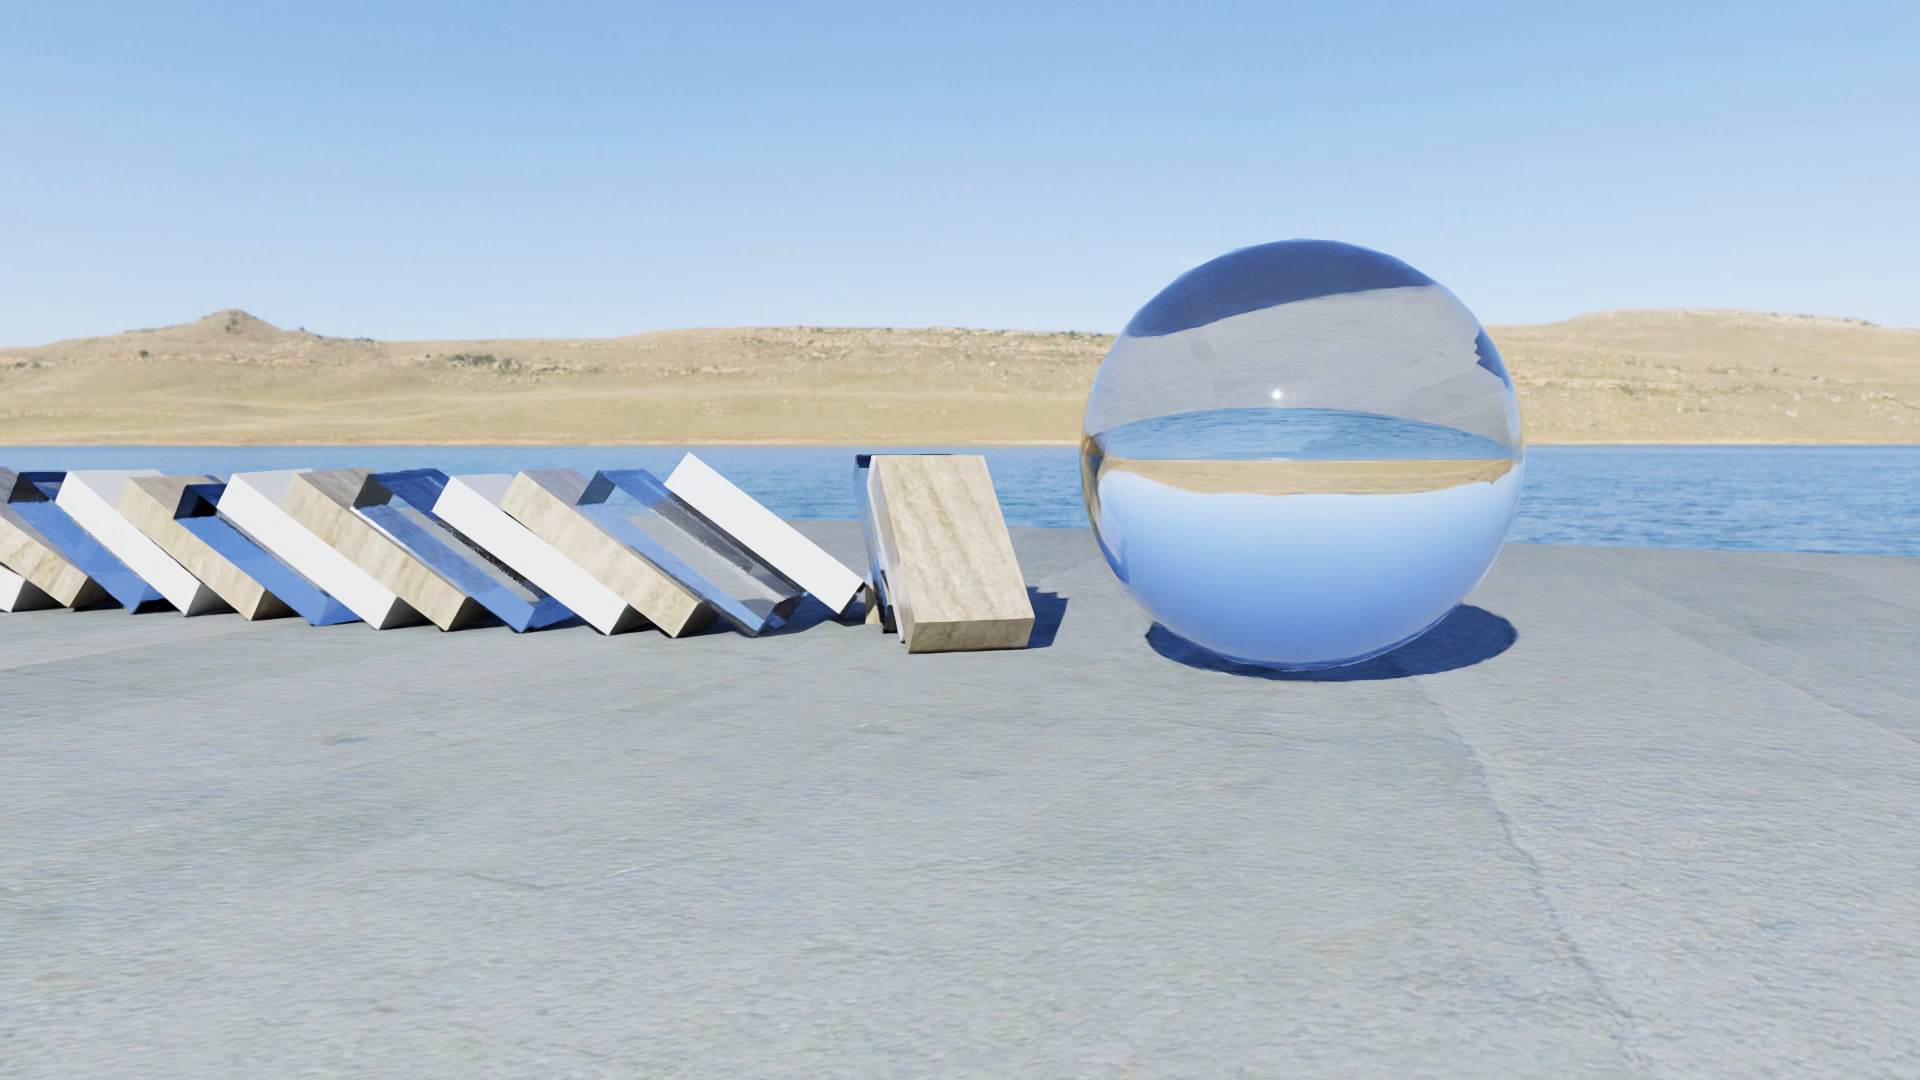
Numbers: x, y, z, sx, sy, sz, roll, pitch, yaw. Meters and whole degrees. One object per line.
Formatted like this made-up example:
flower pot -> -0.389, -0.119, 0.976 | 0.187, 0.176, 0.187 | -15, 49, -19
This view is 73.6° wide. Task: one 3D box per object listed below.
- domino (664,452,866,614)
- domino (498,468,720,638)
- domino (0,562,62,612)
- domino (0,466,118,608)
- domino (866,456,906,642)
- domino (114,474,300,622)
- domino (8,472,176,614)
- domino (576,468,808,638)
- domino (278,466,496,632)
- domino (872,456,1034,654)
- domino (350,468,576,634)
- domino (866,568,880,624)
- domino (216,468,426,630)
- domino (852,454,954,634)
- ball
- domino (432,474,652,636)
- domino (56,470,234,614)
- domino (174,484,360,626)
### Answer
domino -> -0.046, -0.001, 0.307 | 0.050, 0.009, 0.025 | 36, -5, 0
domino -> -0.078, 0.002, 0.294 | 0.050, 0.010, 0.025 | 36, 9, 5
domino -> -0.260, 0.002, 0.335 | 0.050, 0.009, 0.025 | 26, 4, -1
domino -> -0.242, -0.001, 0.336 | 0.050, 0.009, 0.025 | 34, 4, 1
domino -> -0.005, 0.001, 0.292 | 0.025, 0.010, 0.050 | -1, 45, -15
domino -> -0.184, 0.001, 0.325 | 0.050, 0.009, 0.025 | 34, 14, 14
domino -> -0.220, 0.000, 0.336 | 0.050, 0.010, 0.025 | 35, 14, 13
domino -> -0.061, 0.002, 0.295 | 0.050, 0.009, 0.025 | 36, 9, 6
domino -> -0.131, 0.001, 0.304 | 0.050, 0.009, 0.025 | 34, 12, 6
domino -> -0.003, 0.002, 0.277 | 0.025, 0.010, 0.050 | -1, 45, -15
domino -> -0.114, 0.002, 0.302 | 0.050, 0.010, 0.025 | 34, 12, 6
domino -> -0.011, 0.013, 0.329 | 0.025, 0.009, 0.050 | 0, 4, -3
domino -> -0.148, 0.001, 0.307 | 0.050, 0.010, 0.025 | 35, 13, 8
domino -> -0.009, 0.000, 0.305 | 0.025, 0.009, 0.050 | -1, 45, -15
ball -> 0.062, -0.016, 0.241 | 0.080, 0.080, 0.080 | 0, 4, 0
domino -> -0.094, 0.003, 0.299 | 0.050, 0.009, 0.025 | 34, 9, 6
domino -> -0.204, 0.000, 0.331 | 0.050, 0.009, 0.025 | 35, 14, 13
domino -> -0.164, 0.003, 0.316 | 0.050, 0.010, 0.025 | 32, 13, 14
